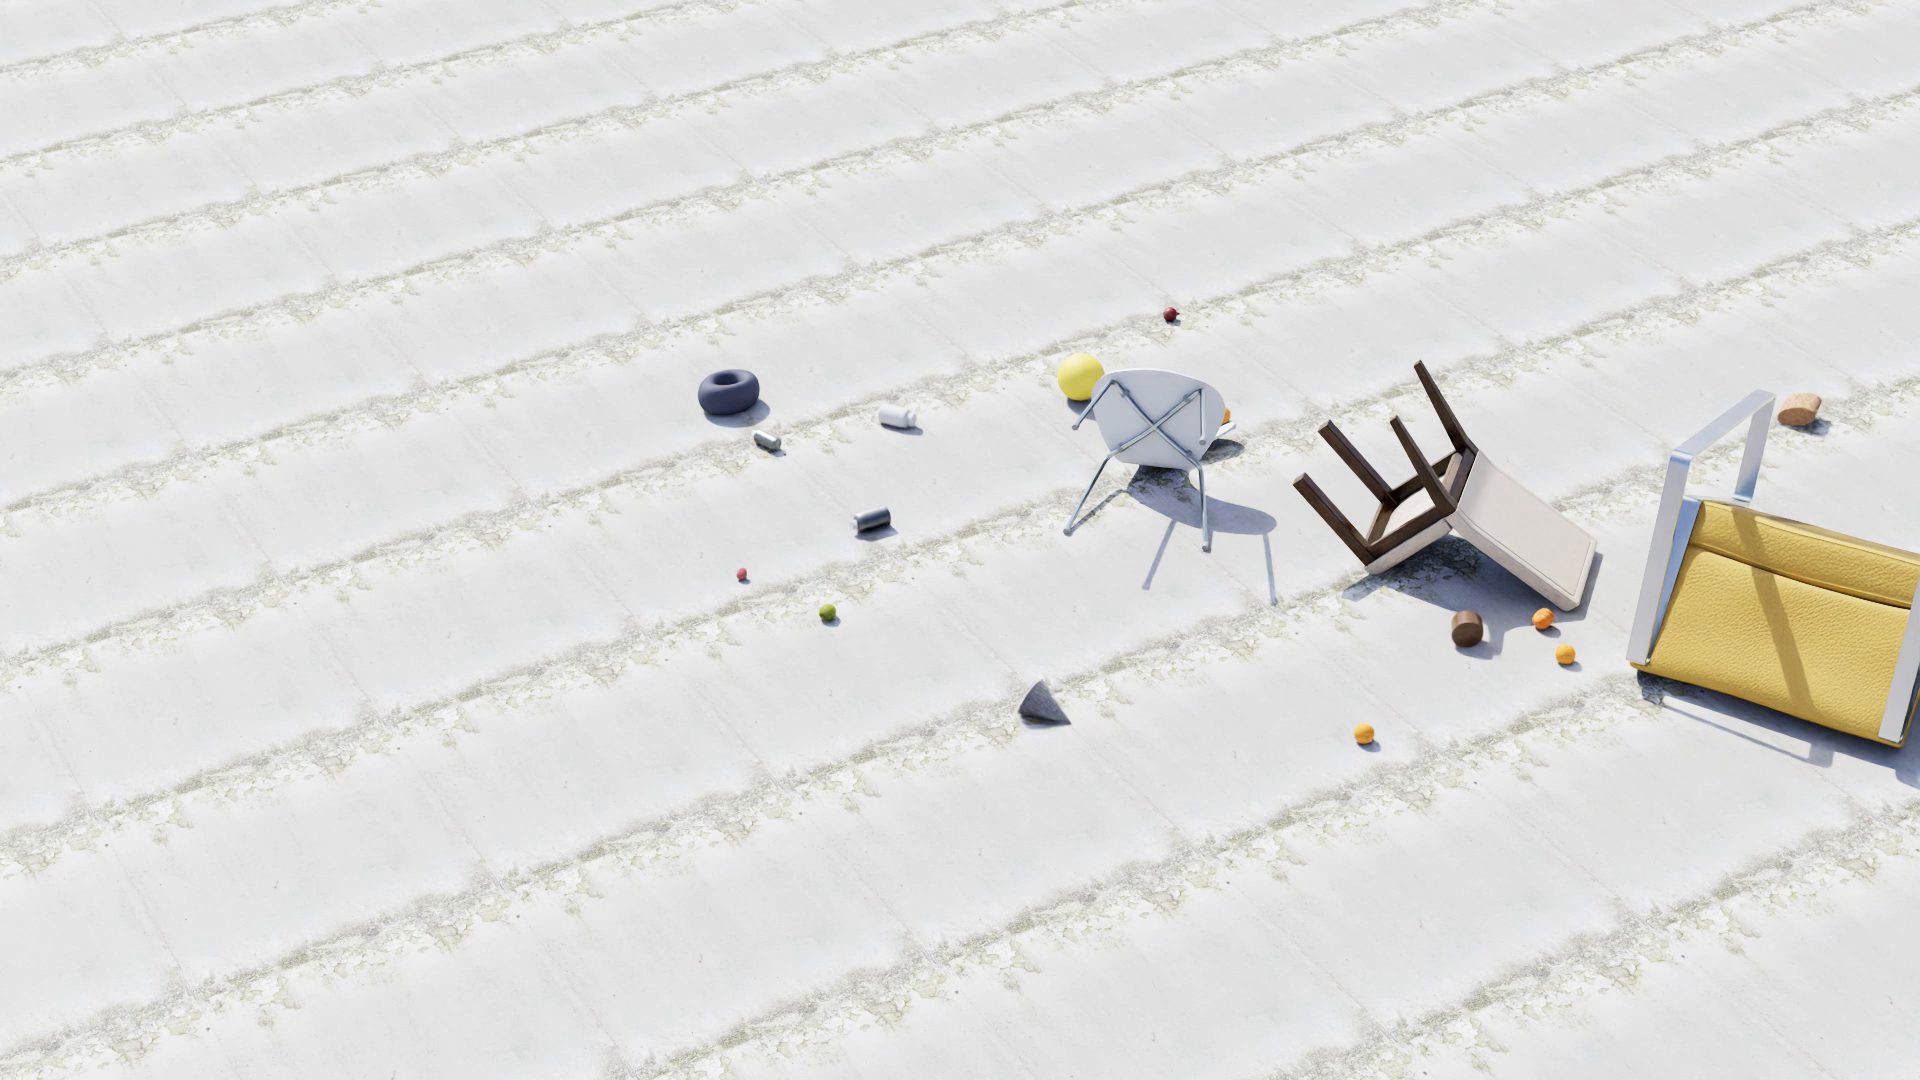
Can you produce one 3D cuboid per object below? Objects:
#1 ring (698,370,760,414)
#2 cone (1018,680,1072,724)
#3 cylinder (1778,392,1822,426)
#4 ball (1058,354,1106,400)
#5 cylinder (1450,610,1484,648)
[{"bbox_3d":[-0.925,-0.592,11.727,0.261,0.129,0.192,-17,35,-26],"label":"ring"},{"bbox_3d":[0.311,0.584,10.008,0.179,0.114,0.149,33,50,14],"label":"cone"},{"bbox_3d":[3.336,-0.519,11.648,0.149,0.083,0.128,-4,28,32],"label":"cylinder"},{"bbox_3d":[0.486,-0.654,11.762,0.192,0.192,0.192,0,33,0],"label":"ball"},{"bbox_3d":[1.792,0.314,10.370,0.112,0.106,0.074,-25,28,20],"label":"cylinder"}]
